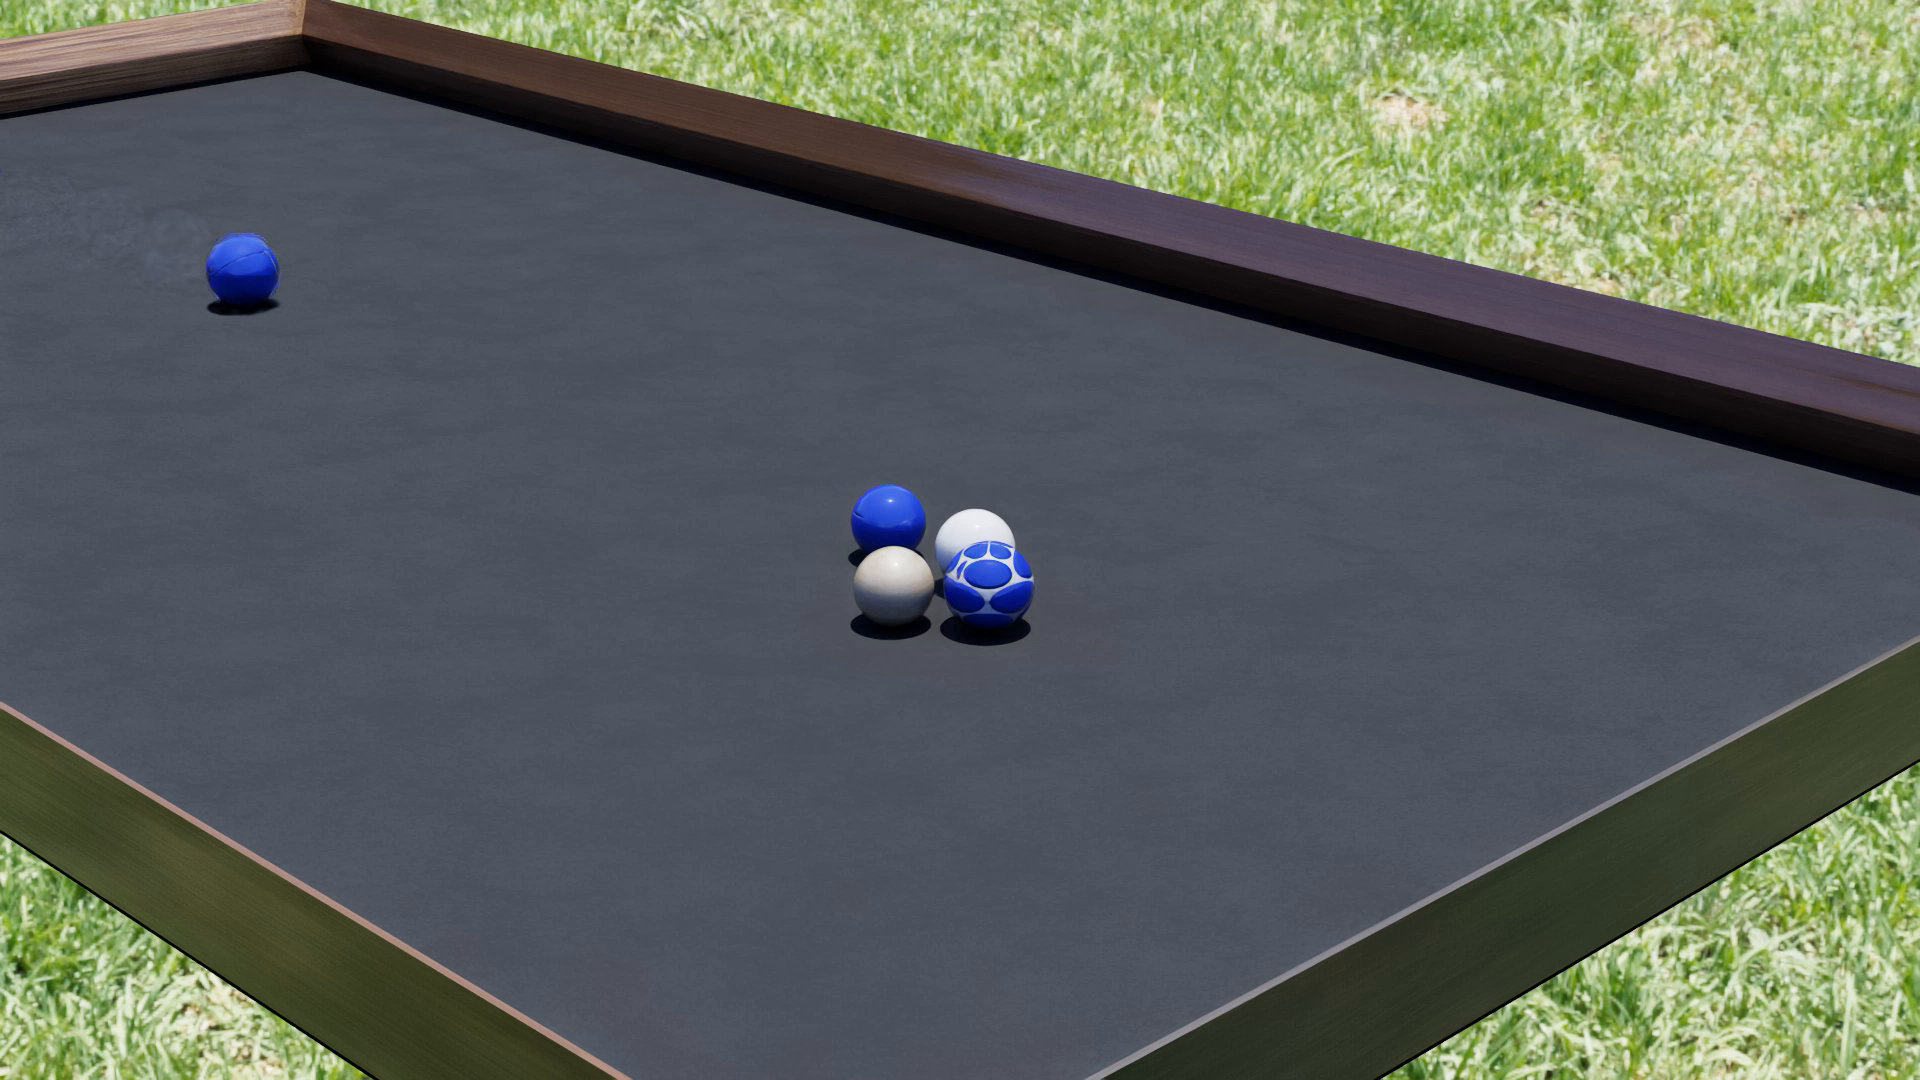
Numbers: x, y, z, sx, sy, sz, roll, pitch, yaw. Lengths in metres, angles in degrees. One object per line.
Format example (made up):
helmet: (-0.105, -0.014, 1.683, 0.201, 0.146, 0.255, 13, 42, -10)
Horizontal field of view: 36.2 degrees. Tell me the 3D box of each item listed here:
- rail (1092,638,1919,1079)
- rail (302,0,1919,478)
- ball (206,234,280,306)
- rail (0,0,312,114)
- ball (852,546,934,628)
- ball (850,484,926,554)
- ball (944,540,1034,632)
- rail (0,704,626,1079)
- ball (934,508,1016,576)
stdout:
rail: (0.555, 0.181, 2.151, 1.768, 0.112, 0.045, -19, 28, -41)
rail: (0.043, -0.436, 3.793, 0.045, 0.112, 3.270, -19, 28, -41)
ball: (-0.862, -0.323, 3.534, 0.087, 0.087, 0.087, 0, 21, 0)
rail: (-1.699, -0.629, 4.308, 1.768, 0.112, 0.045, -19, 28, -41)
ball: (-0.058, 0.041, 2.584, 0.072, 0.072, 0.072, 0, 21, 0)
ball: (-0.067, -0.016, 2.738, 0.071, 0.071, 0.071, 0, 21, 0)
ball: (0.025, 0.040, 2.574, 0.080, 0.080, 0.080, 0, 21, 0)
rail: (-1.187, -0.013, 2.667, 0.045, 0.112, 3.270, -19, 28, -41)
ball: (0.014, 0.009, 2.666, 0.074, 0.074, 0.074, 0, 21, 0)
